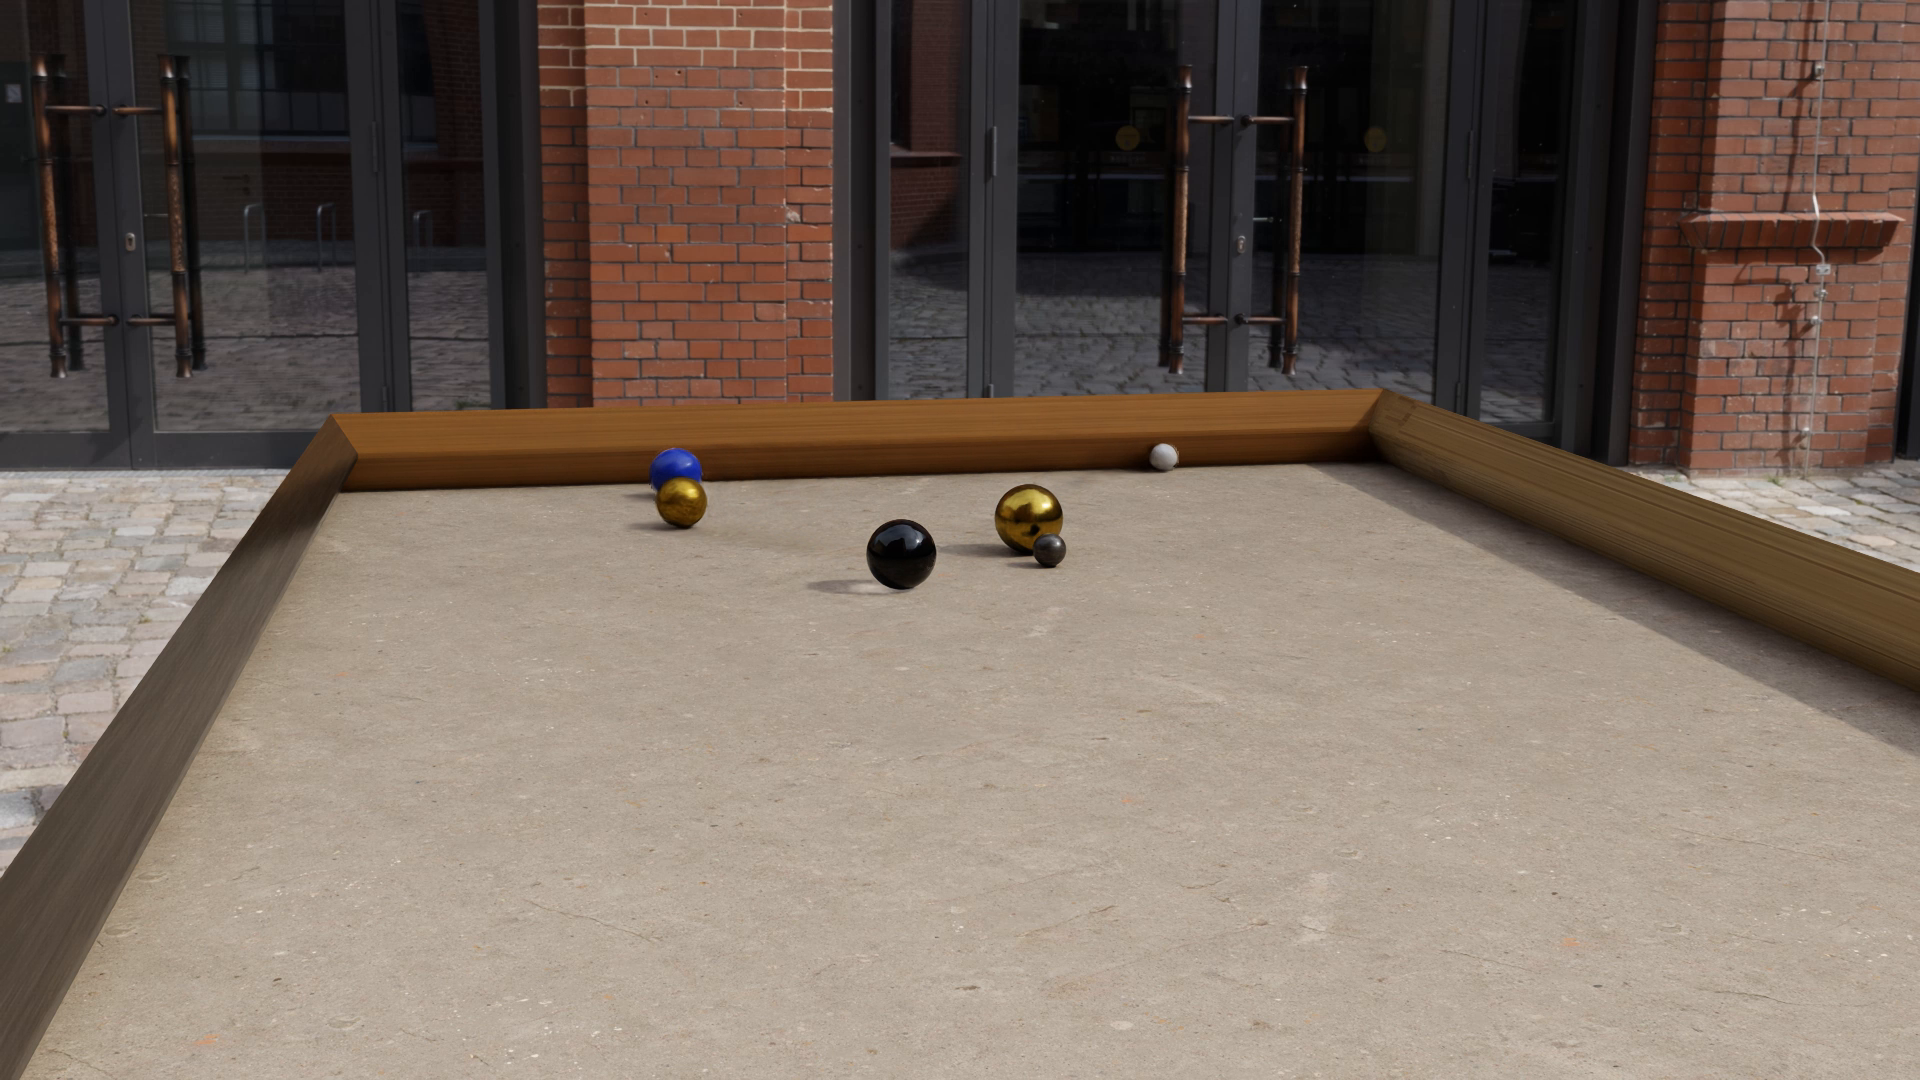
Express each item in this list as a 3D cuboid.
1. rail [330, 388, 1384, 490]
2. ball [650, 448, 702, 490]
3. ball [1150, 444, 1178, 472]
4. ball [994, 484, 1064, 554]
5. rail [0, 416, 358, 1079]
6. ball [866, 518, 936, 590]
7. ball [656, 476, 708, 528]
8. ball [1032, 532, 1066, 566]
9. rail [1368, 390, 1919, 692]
[{"bbox_3d":[-0.134,-0.171,3.760,1.823,0.128,0.045,-2,11,-10],"label":"rail"},{"bbox_3d":[-0.459,-0.107,3.557,0.084,0.084,0.084,0,11,0],"label":"ball"},{"bbox_3d":[0.354,-0.143,3.829,0.048,0.048,0.048,0,11,0],"label":"ball"},{"bbox_3d":[0.098,-0.031,3.134,0.098,0.098,0.098,0,11,0],"label":"ball"},{"bbox_3d":[-0.735,0.152,2.133,0.045,0.128,3.096,-2,11,-10],"label":"rail"},{"bbox_3d":[-0.077,0.019,2.898,0.093,0.093,0.093,0,11,0],"label":"ball"},{"bbox_3d":[-0.421,-0.057,3.325,0.077,0.077,0.077,0,11,0],"label":"ball"},{"bbox_3d":[0.124,0.013,3.045,0.047,0.047,0.047,0,11,0],"label":"ball"},{"bbox_3d":[1.012,0.090,2.445,0.045,0.128,3.096,-2,11,-10],"label":"rail"}]
